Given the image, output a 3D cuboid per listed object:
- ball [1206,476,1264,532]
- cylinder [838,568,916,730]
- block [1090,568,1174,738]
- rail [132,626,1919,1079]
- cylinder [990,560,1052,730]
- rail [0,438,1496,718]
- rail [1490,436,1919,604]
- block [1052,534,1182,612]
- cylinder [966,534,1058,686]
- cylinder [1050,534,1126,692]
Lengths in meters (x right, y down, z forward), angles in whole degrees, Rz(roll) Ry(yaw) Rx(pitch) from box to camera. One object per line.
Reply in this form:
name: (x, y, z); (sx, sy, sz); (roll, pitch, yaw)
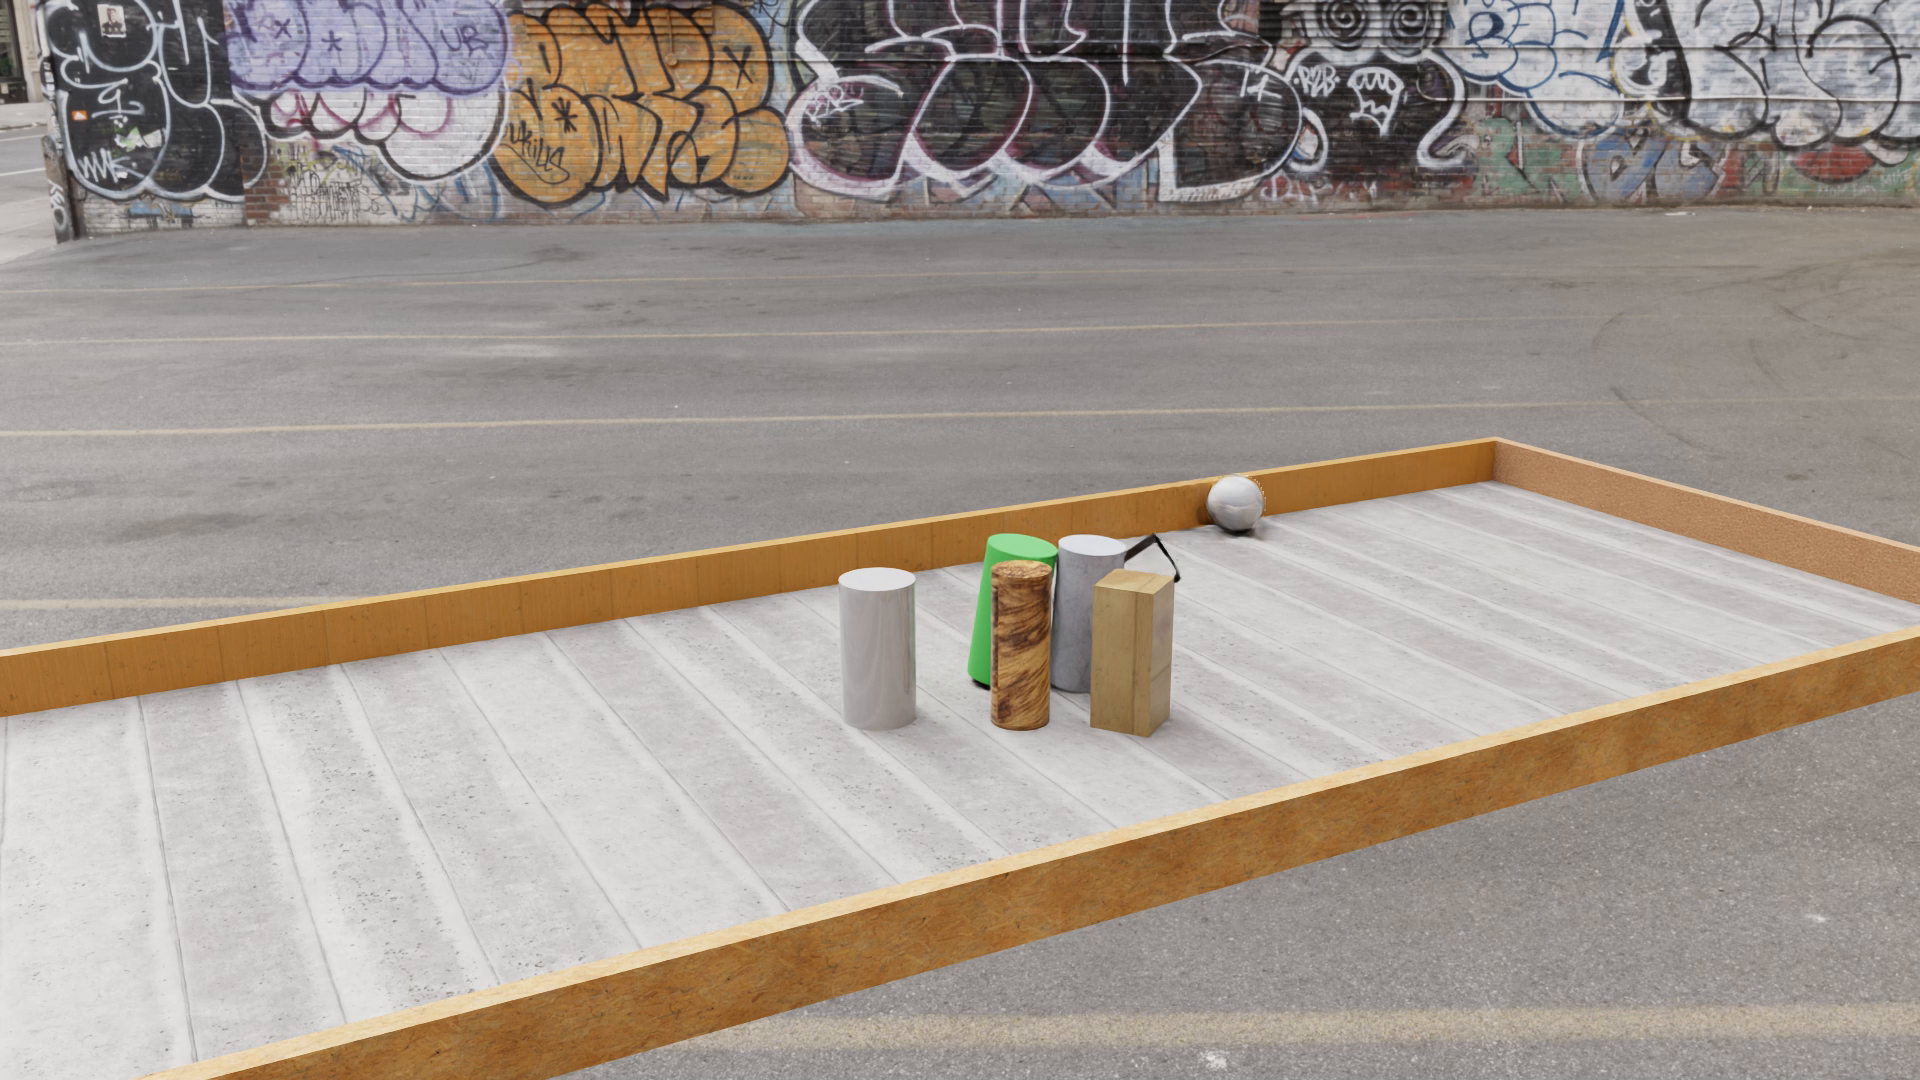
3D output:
ball: (0.906, -0.120, 5.433); (0.185, 0.185, 0.185); (0, 16, 0)
cylinder: (-0.192, 0.255, 3.879); (0.179, 0.343, 0.179); (0, 16, 0)
block: (0.402, 0.262, 3.846); (0.145, 0.349, 0.145); (8, 18, 25)
rail: (-2.336, 1.006, 1.665); (12.000, 0.150, 0.050); (-9, 18, -27)
cylinder: (0.142, 0.246, 3.855); (0.140, 0.374, 0.140); (0, 16, 0)
rail: (-3.305, 0.497, 3.399); (12.000, 0.150, 0.050); (-9, 18, -27)
rail: (2.466, -0.048, 5.253); (0.050, 0.150, 2.100); (-9, 18, -27)
block: (0.395, 0.139, 4.333); (0.359, 0.117, 0.117); (-34, 9, 10)
cylinder: (0.129, 0.176, 4.104); (0.174, 0.346, 0.174); (8, 18, -3)
cylinder: (0.313, 0.181, 4.089); (0.165, 0.356, 0.165); (3, 18, -1)
